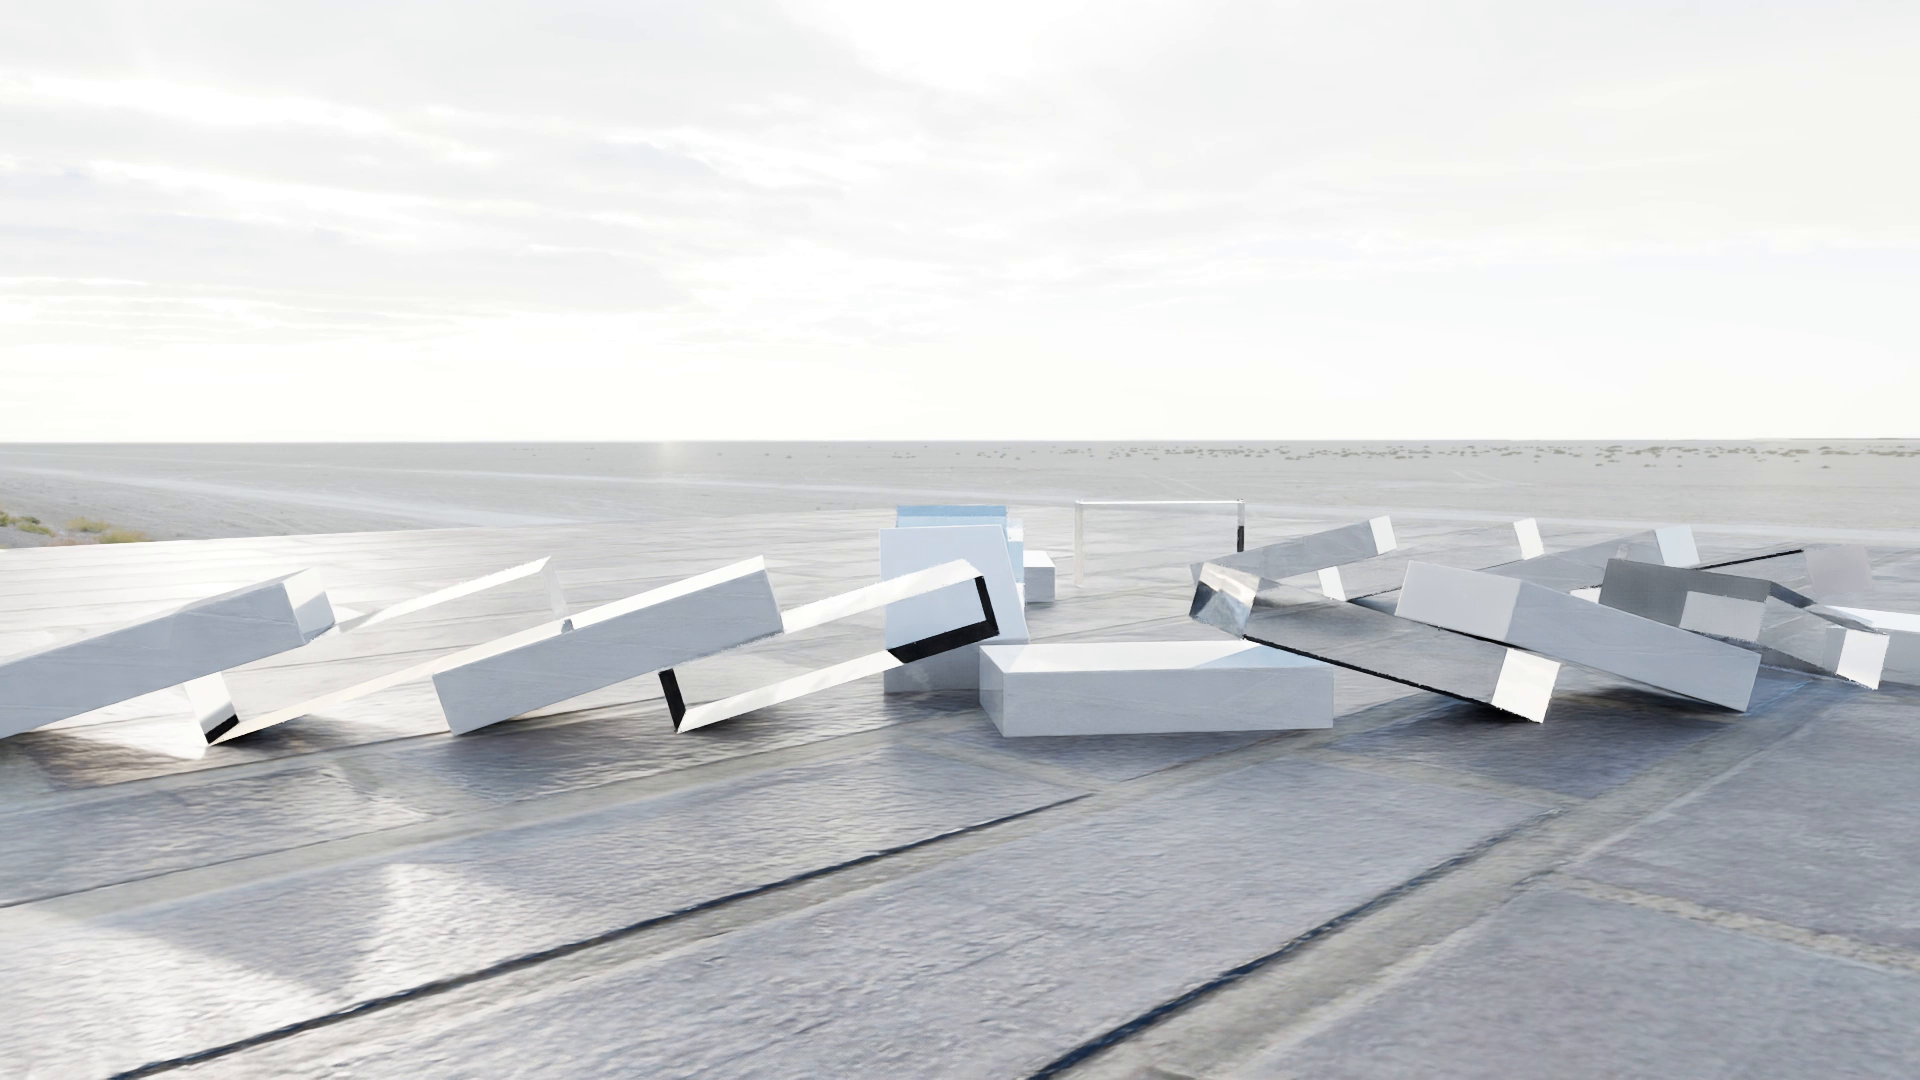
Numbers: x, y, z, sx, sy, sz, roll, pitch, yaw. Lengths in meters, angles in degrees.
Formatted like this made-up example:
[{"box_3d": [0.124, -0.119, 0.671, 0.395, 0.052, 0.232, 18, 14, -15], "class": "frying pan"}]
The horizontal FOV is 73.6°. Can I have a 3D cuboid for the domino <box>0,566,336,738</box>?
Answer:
[{"box_3d": [-0.121, 0.017, 0.187, 0.050, 0.009, 0.025, -18, 9, -15], "class": "domino"}]

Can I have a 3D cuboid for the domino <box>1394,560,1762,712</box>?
[{"box_3d": [0.099, 0.015, 0.207, 0.050, 0.009, 0.025, 15, 1, -20], "class": "domino"}]

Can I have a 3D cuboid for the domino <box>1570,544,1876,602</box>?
[{"box_3d": [0.163, 0.011, 0.277, 0.025, 0.009, 0.050, -3, -10, -32], "class": "domino"}]

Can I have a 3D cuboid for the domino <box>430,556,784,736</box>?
[{"box_3d": [-0.053, 0.016, 0.201, 0.050, 0.009, 0.025, -18, 7, -8], "class": "domino"}]

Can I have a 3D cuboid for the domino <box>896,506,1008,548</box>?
[{"box_3d": [-0.002, 0.006, 0.277, 0.025, 0.009, 0.050, 0, 23, 1], "class": "domino"}]

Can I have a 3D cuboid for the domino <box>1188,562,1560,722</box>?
[{"box_3d": [0.065, 0.016, 0.204, 0.050, 0.010, 0.025, 16, 2, -9], "class": "domino"}]

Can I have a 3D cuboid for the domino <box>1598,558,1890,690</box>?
[{"box_3d": [0.134, 0.014, 0.218, 0.050, 0.009, 0.025, 15, -1, -36], "class": "domino"}]

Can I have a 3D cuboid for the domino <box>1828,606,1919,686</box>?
[{"box_3d": [0.175, 0.020, 0.240, 0.025, 0.009, 0.050, -2, 5, -28], "class": "domino"}]

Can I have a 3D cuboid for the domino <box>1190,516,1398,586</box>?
[{"box_3d": [0.092, 0.005, 0.353, 0.050, 0.010, 0.025, -16, -4, 29], "class": "domino"}]

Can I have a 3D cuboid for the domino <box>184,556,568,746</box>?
[{"box_3d": [-0.087, 0.016, 0.198, 0.050, 0.009, 0.025, -18, 8, -12], "class": "domino"}]

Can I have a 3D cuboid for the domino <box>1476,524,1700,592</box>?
[{"box_3d": [0.146, 0.008, 0.308, 0.025, 0.009, 0.050, -4, -11, -45], "class": "domino"}]

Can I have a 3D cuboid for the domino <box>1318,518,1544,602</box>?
[{"box_3d": [0.122, 0.006, 0.334, 0.050, 0.009, 0.025, -17, -6, 34], "class": "domino"}]

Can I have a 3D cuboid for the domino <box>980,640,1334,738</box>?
[{"box_3d": [0.030, 0.023, 0.201, 0.050, 0.009, 0.025, -1, 4, -7], "class": "domino"}]

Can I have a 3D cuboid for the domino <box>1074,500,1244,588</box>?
[{"box_3d": [0.060, 0.001, 0.386, 0.050, 0.025, 0.009, -1, 4, -9], "class": "domino"}]

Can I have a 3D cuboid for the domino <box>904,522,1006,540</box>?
[{"box_3d": [-0.002, 0.009, 0.299, 0.025, 0.009, 0.050, 0, 21, 1], "class": "domino"}]

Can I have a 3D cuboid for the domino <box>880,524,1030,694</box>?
[{"box_3d": [-0.002, 0.012, 0.241, 0.025, 0.009, 0.050, -2, 23, -3], "class": "domino"}]

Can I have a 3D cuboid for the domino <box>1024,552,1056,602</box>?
[{"box_3d": [0.013, 0.010, 0.371, 0.025, 0.009, 0.050, 0, 4, 0], "class": "domino"}]

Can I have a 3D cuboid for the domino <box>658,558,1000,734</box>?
[{"box_3d": [-0.021, 0.016, 0.203, 0.050, 0.009, 0.025, -17, 7, -5], "class": "domino"}]

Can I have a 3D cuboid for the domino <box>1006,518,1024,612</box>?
[{"box_3d": [0.004, 0.007, 0.333, 0.025, 0.010, 0.050, 0, 19, 2], "class": "domino"}]
